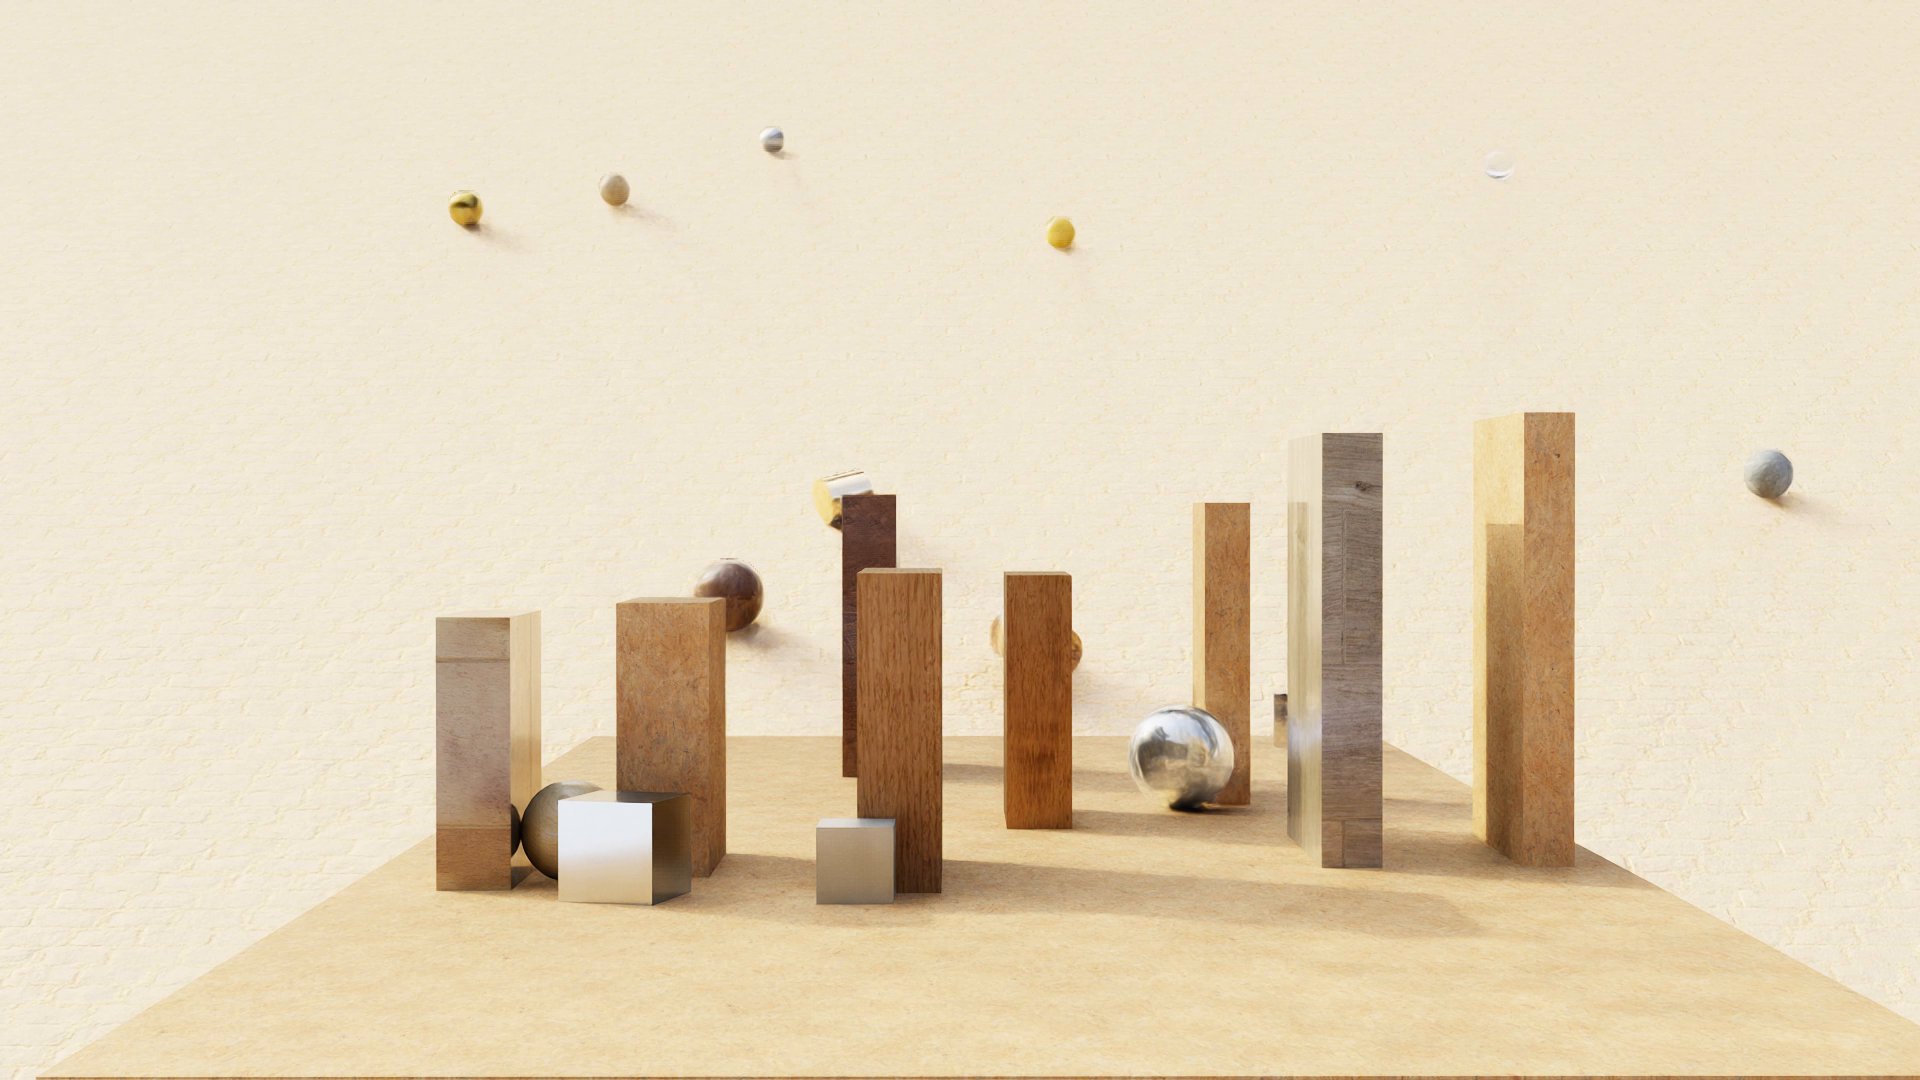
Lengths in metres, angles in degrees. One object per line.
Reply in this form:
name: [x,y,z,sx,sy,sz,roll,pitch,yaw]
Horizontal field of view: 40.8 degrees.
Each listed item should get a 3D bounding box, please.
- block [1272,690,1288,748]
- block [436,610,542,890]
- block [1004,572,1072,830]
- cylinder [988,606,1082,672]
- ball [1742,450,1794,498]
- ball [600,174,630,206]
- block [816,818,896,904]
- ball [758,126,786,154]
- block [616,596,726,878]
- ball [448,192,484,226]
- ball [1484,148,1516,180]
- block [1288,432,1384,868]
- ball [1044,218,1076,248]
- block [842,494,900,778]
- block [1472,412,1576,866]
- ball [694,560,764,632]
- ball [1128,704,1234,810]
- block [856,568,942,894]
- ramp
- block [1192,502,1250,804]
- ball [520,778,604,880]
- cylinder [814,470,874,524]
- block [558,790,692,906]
block: [0.833,0.439,6.334,0.130,0.130,0.130,0,1,5]
block: [-0.735,0.321,4.043,0.113,0.413,0.290,0,1,0]
block: [0.143,0.291,4.819,0.118,0.458,0.329,0,1,0]
cylinder: [0.205,0.278,7.019,0.186,0.186,0.186,-14,31,-25]
ball: [2.487,-0.203,7.951,0.150,0.150,0.150,0,28,0]
ball: [-1.356,-1.375,10.156,0.124,0.124,0.124,0,28,0]
block: [-0.153,0.474,3.817,0.112,0.112,0.112,0,1,1]
ball: [-0.778,-1.655,10.694,0.108,0.108,0.108,0,28,0]
block: [-0.465,0.312,4.188,0.145,0.429,0.295,0,1,0]
ball: [-1.903,-1.276,9.960,0.135,0.135,0.135,0,28,0]
ball: [2.173,-1.515,10.413,0.127,0.127,0.127,0,28,0]
block: [0.629,0.175,4.357,0.098,0.698,0.431,0,1,0]
ball: [0.379,-1.160,9.763,0.117,0.117,0.117,0,28,0]
block: [-0.196,0.205,5.759,0.117,0.611,0.374,0,1,0]
block: [0.947,0.158,4.359,0.083,0.731,0.407,0,1,0]
ball: [-0.646,0.156,7.231,0.200,0.200,0.200,0,28,0]
ball: [0.425,0.417,4.967,0.203,0.203,0.203,0,28,0]
block: [-0.092,0.288,4.064,0.126,0.480,0.386,0,1,0]
ramp: [0.064,0.572,4.614,2.000,0.100,4.000,0,1,0]
block: [0.523,0.220,5.181,0.089,0.590,0.260,0,1,0]
ball: [-0.599,0.449,3.992,0.159,0.159,0.159,0,28,0]
cylinder: [-0.352,-0.132,7.831,0.138,0.138,0.138,-14,31,-25]
block: [-0.497,0.456,3.839,0.148,0.148,0.148,0,1,17]
